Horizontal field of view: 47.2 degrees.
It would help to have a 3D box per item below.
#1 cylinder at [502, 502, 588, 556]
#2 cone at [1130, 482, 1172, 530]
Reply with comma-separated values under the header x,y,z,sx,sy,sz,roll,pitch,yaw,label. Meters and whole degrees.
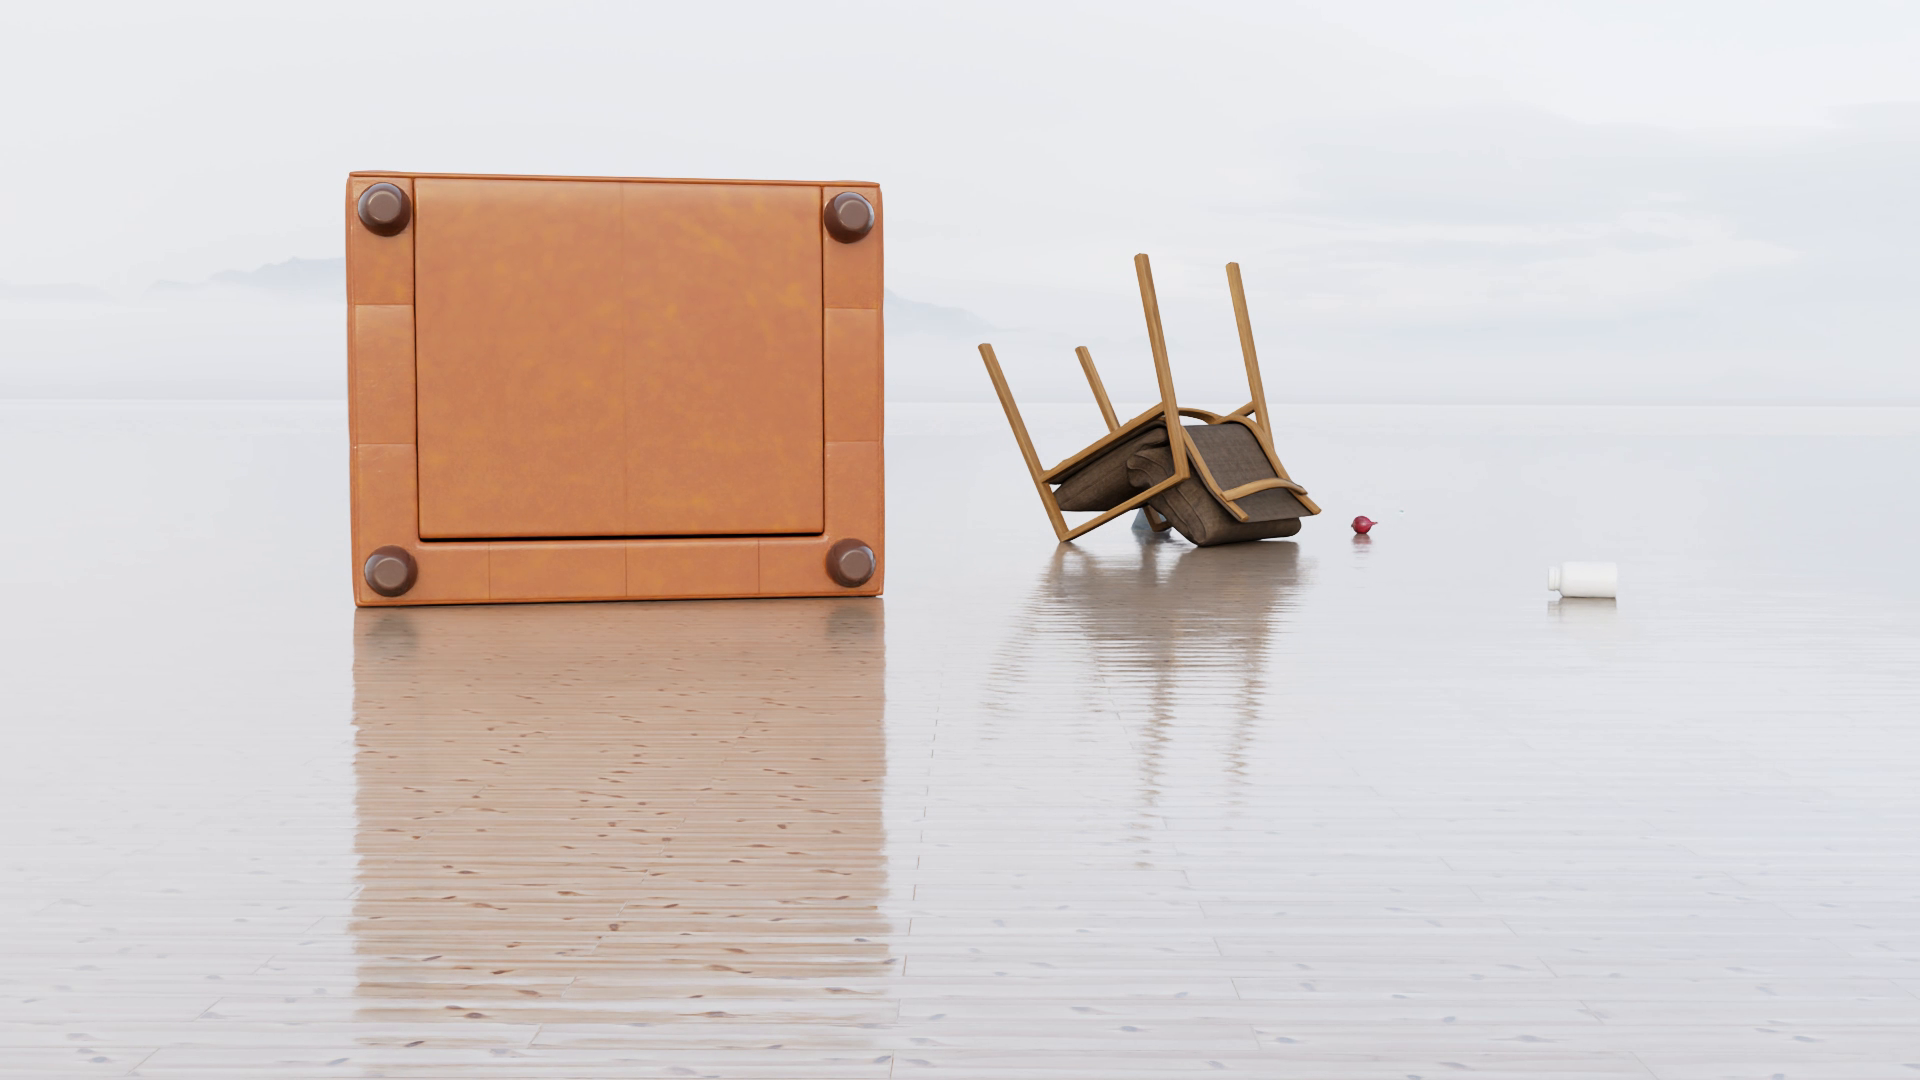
x,y,z,sx,sy,sz,roll,pitch,yaw,label
-1.126,-0.030,5.966,0.180,0.122,0.186,-3,-25,-31,cylinder
0.616,-0.113,7.064,0.135,0.154,0.134,0,4,5,cone
